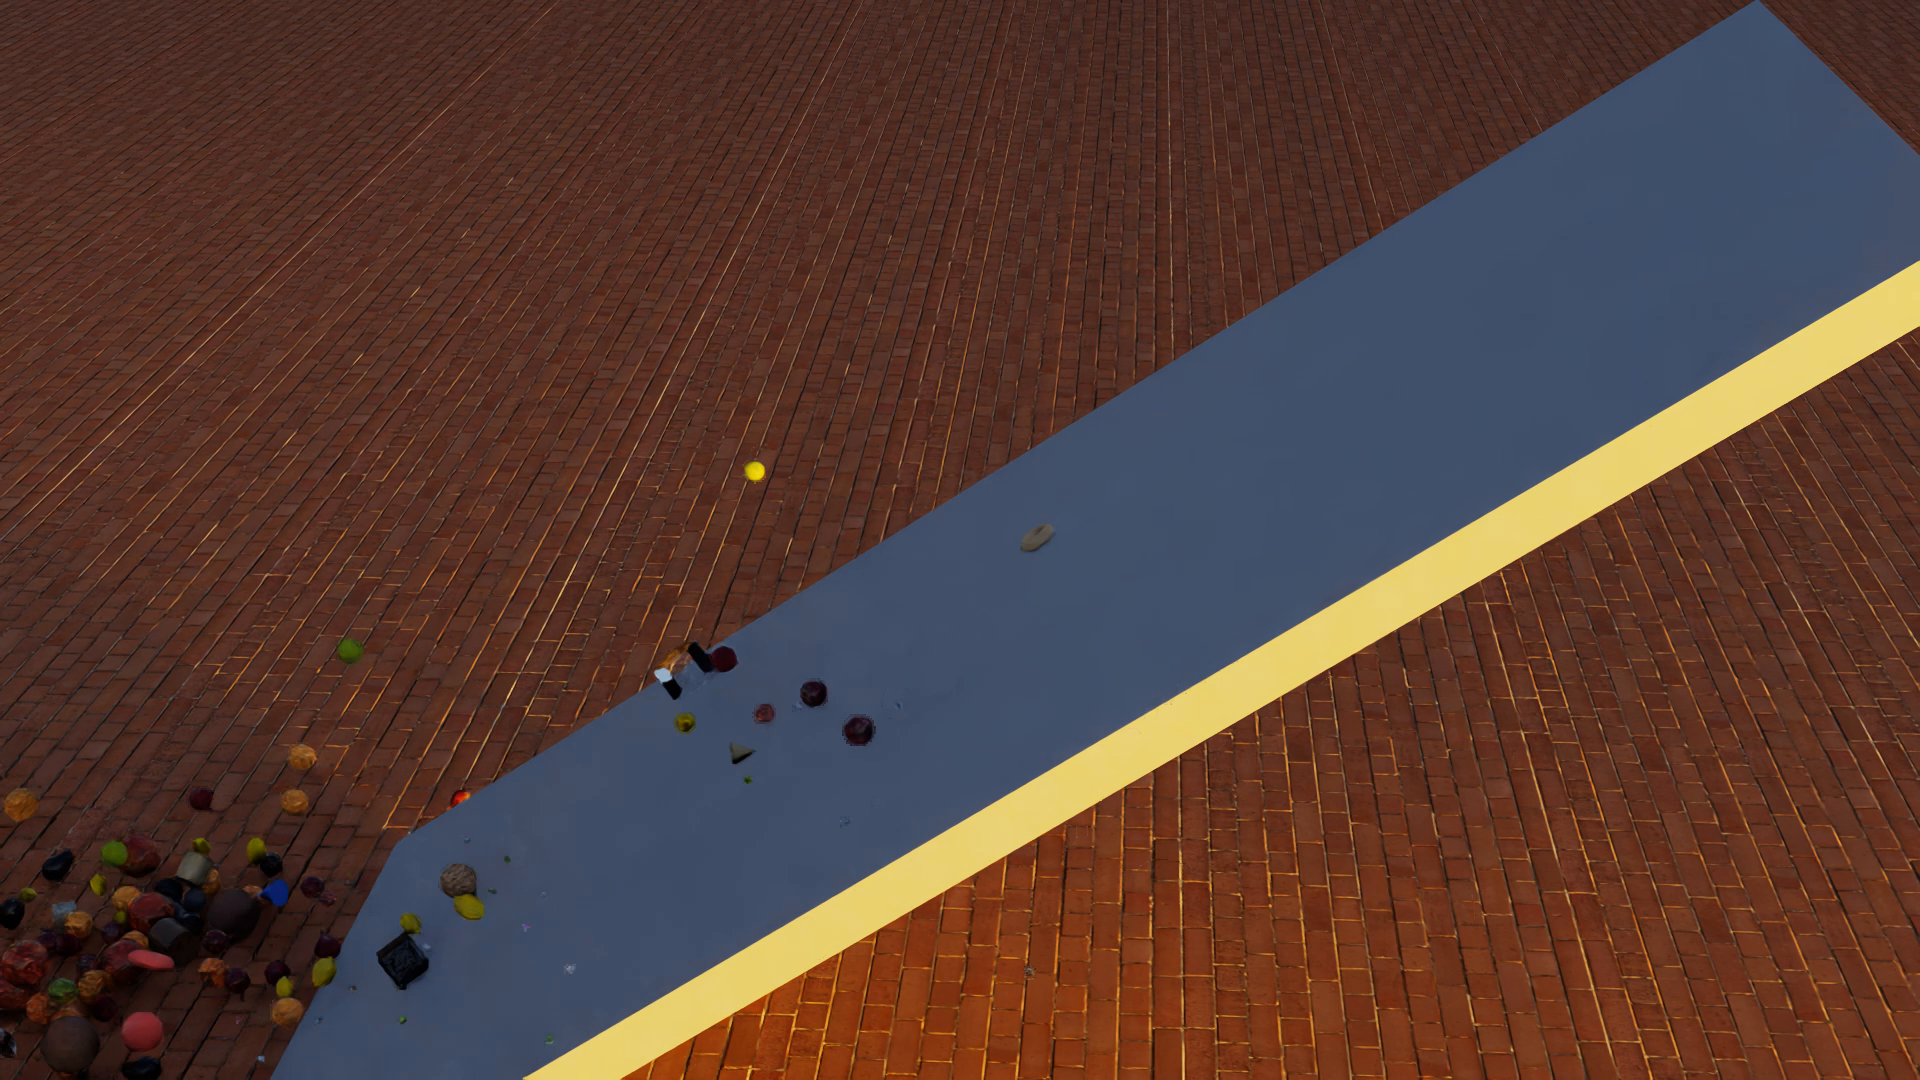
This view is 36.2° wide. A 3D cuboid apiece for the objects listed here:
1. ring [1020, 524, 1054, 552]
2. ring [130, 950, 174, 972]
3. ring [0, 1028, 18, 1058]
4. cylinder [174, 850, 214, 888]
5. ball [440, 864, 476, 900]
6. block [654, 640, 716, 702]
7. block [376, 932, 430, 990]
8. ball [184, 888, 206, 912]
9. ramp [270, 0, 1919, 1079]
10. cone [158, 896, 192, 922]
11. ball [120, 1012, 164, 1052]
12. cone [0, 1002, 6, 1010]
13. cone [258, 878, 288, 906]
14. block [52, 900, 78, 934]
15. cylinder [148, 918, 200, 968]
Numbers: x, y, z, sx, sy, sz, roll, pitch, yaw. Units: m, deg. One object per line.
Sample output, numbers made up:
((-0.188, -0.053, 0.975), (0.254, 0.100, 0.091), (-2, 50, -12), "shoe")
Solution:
((0.170, -0.004, 6.519), (0.084, 0.028, 0.084), (-32, 17, 11), "ring")
((-1.952, 1.017, 7.104), (0.110, 0.037, 0.110), (11, -16, 3), "ring")
((-2.248, 1.156, 6.835), (0.130, 0.130, 0.043), (14, 55, 33), "ring")
((-1.964, 0.846, 7.541), (0.073, 0.073, 0.073), (11, 66, 27), "cylinder")
((-1.174, 0.799, 6.885), (0.083, 0.083, 0.083), (0, 21, 0), "ball")
((-0.677, 0.321, 7.238), (0.092, 0.092, 0.092), (-25, 19, 35), "block")
((-1.254, 0.946, 6.622), (0.080, 0.080, 0.080), (-37, 15, -6), "block")
((-1.959, 0.921, 7.532), (0.058, 0.058, 0.058), (0, 21, 0), "ball")
((0.138, 0.172, 6.301), (4.000, 0.100, 2.000), (-32, 16, 14), "ramp")
((-1.986, 0.951, 7.484), (0.079, 0.079, 0.079), (18, 4, -43), "cone")
((-1.886, 1.134, 6.783), (0.095, 0.095, 0.095), (0, 21, 0), "ball")
((-2.330, 1.110, 7.057), (0.093, 0.093, 0.093), (23, 15, -18), "cone")
((-1.758, 0.901, 7.482), (0.071, 0.071, 0.071), (-9, 15, 27), "cone")
((-2.264, 0.955, 7.443), (0.057, 0.057, 0.057), (-8, 22, -19), "block")
((-1.945, 0.996, 7.280), (0.093, 0.093, 0.093), (-19, 31, -41), "cylinder")
